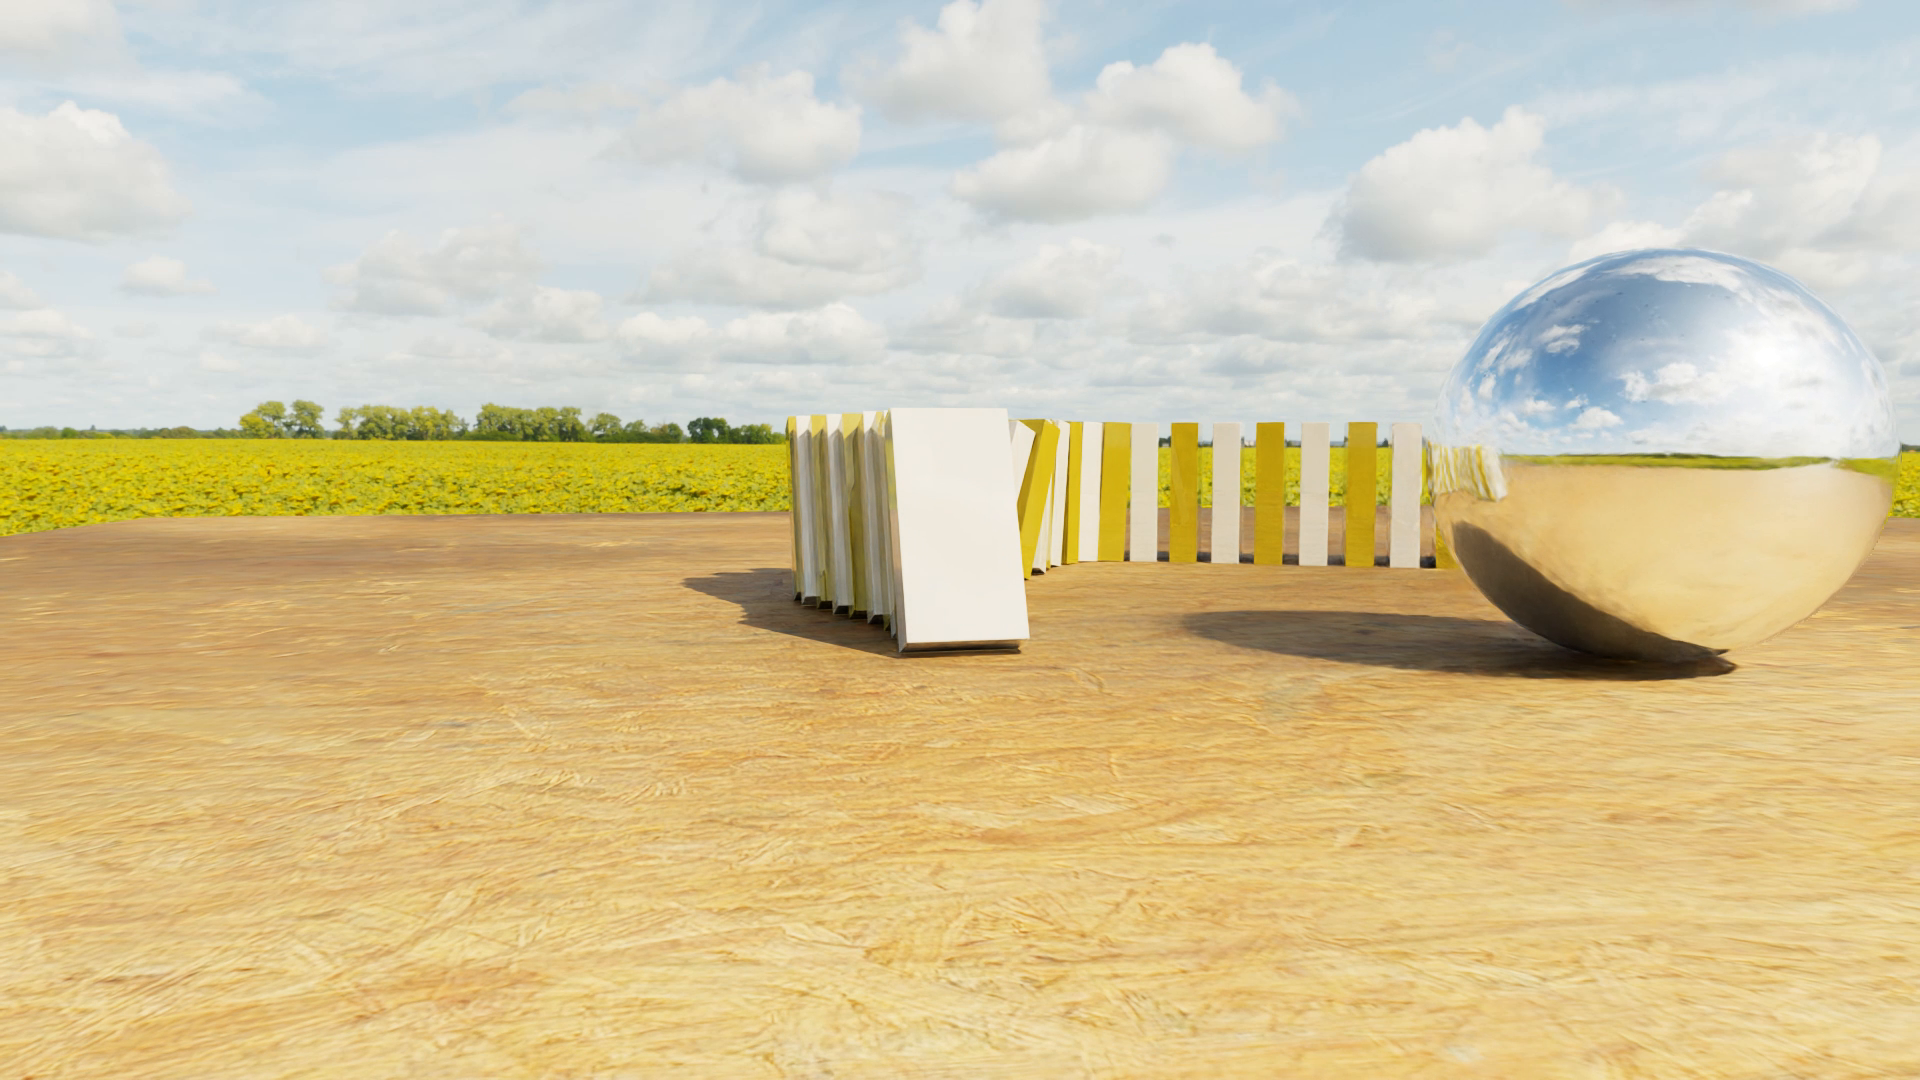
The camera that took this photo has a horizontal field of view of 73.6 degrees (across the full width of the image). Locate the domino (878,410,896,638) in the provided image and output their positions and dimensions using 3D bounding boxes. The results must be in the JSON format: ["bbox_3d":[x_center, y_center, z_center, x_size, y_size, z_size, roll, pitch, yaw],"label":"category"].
[{"bbox_3d":[-0.004,-0.004,0.287,0.025,0.050,0.010,-1,-17,-13],"label":"domino"}]

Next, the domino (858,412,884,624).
[{"bbox_3d":[-0.010,-0.006,0.306,0.025,0.050,0.010,0,-17,-13],"label":"domino"}]

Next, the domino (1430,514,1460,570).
[{"bbox_3d":[0.170,-0.016,0.446,0.009,0.050,0.025,1,4,16],"label":"domino"}]

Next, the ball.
[{"bbox_3d":[0.133,-0.016,0.249,0.080,0.080,0.080,0,4,0],"label":"ball"}]

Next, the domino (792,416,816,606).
[{"bbox_3d":[-0.031,-0.008,0.343,0.025,0.050,0.009,-1,-17,-13],"label":"domino"}]

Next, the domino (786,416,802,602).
[{"bbox_3d":[-0.034,-0.009,0.353,0.025,0.050,0.010,-1,-17,-13],"label":"domino"}]

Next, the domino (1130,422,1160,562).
[{"bbox_3d":[0.068,-0.018,0.474,0.009,0.050,0.025,1,4,10],"label":"domino"}]

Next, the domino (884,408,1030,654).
[{"bbox_3d":[-0.001,-0.002,0.266,0.025,0.050,0.009,-1,-17,-13],"label":"domino"}]

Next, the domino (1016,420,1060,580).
[{"bbox_3d":[0.014,-0.013,0.410,0.025,0.050,0.009,3,-14,38],"label":"domino"}]

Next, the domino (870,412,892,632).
[{"bbox_3d":[-0.006,-0.005,0.297,0.025,0.050,0.009,-1,-17,-13],"label":"domino"}]

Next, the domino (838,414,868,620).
[{"bbox_3d":[-0.016,-0.006,0.315,0.025,0.050,0.010,-1,-17,-13],"label":"domino"}]

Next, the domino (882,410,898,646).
[{"bbox_3d":[-0.002,-0.003,0.277,0.025,0.050,0.009,-1,-17,-13],"label":"domino"}]

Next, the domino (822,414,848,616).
[{"bbox_3d":[-0.021,-0.007,0.325,0.025,0.050,0.009,-1,-17,-13],"label":"domino"}]

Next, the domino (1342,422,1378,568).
[{"bbox_3d":[0.141,-0.017,0.454,0.010,0.050,0.025,1,4,13],"label":"domino"}]

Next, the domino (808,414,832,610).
[{"bbox_3d":[-0.026,-0.008,0.334,0.025,0.050,0.010,-1,-17,-13],"label":"domino"}]

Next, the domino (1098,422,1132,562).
[{"bbox_3d":[0.055,-0.018,0.475,0.010,0.050,0.025,2,4,-5],"label":"domino"}]

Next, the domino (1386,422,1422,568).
[{"bbox_3d":[0.156,-0.016,0.451,0.009,0.050,0.025,1,4,15],"label":"domino"}]

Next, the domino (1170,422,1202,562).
[{"bbox_3d":[0.083,-0.018,0.470,0.010,0.050,0.025,1,4,14],"label":"domino"}]

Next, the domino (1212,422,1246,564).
[{"bbox_3d":[0.098,-0.017,0.466,0.009,0.050,0.025,1,4,16],"label":"domino"}]

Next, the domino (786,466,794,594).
[{"bbox_3d":[-0.035,-0.010,0.363,0.025,0.050,0.009,-1,-17,-13],"label":"domino"}]

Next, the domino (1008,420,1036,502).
[{"bbox_3d":[0.005,-0.012,0.402,0.025,0.050,0.009,4,-17,41],"label":"domino"}]

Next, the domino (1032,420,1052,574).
[{"bbox_3d":[0.017,-0.015,0.425,0.025,0.050,0.010,1,-12,15],"label":"domino"}]

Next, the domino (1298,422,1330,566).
[{"bbox_3d":[0.127,-0.017,0.458,0.010,0.050,0.025,1,4,16],"label":"domino"}]

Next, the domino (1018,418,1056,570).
[{"bbox_3d":[0.019,-0.016,0.437,0.025,0.050,0.009,1,-7,15],"label":"domino"}]

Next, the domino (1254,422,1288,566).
[{"bbox_3d":[0.112,-0.017,0.462,0.009,0.050,0.025,1,4,16],"label":"domino"}]

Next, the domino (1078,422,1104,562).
[{"bbox_3d":[0.040,-0.018,0.471,0.009,0.050,0.025,1,3,-33],"label":"domino"}]

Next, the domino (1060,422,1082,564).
[{"bbox_3d":[0.030,-0.017,0.460,0.025,0.050,0.009,2,2,30],"label":"domino"}]

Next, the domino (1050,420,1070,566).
[{"bbox_3d":[0.024,-0.017,0.450,0.025,0.050,0.010,2,-4,28],"label":"domino"}]
